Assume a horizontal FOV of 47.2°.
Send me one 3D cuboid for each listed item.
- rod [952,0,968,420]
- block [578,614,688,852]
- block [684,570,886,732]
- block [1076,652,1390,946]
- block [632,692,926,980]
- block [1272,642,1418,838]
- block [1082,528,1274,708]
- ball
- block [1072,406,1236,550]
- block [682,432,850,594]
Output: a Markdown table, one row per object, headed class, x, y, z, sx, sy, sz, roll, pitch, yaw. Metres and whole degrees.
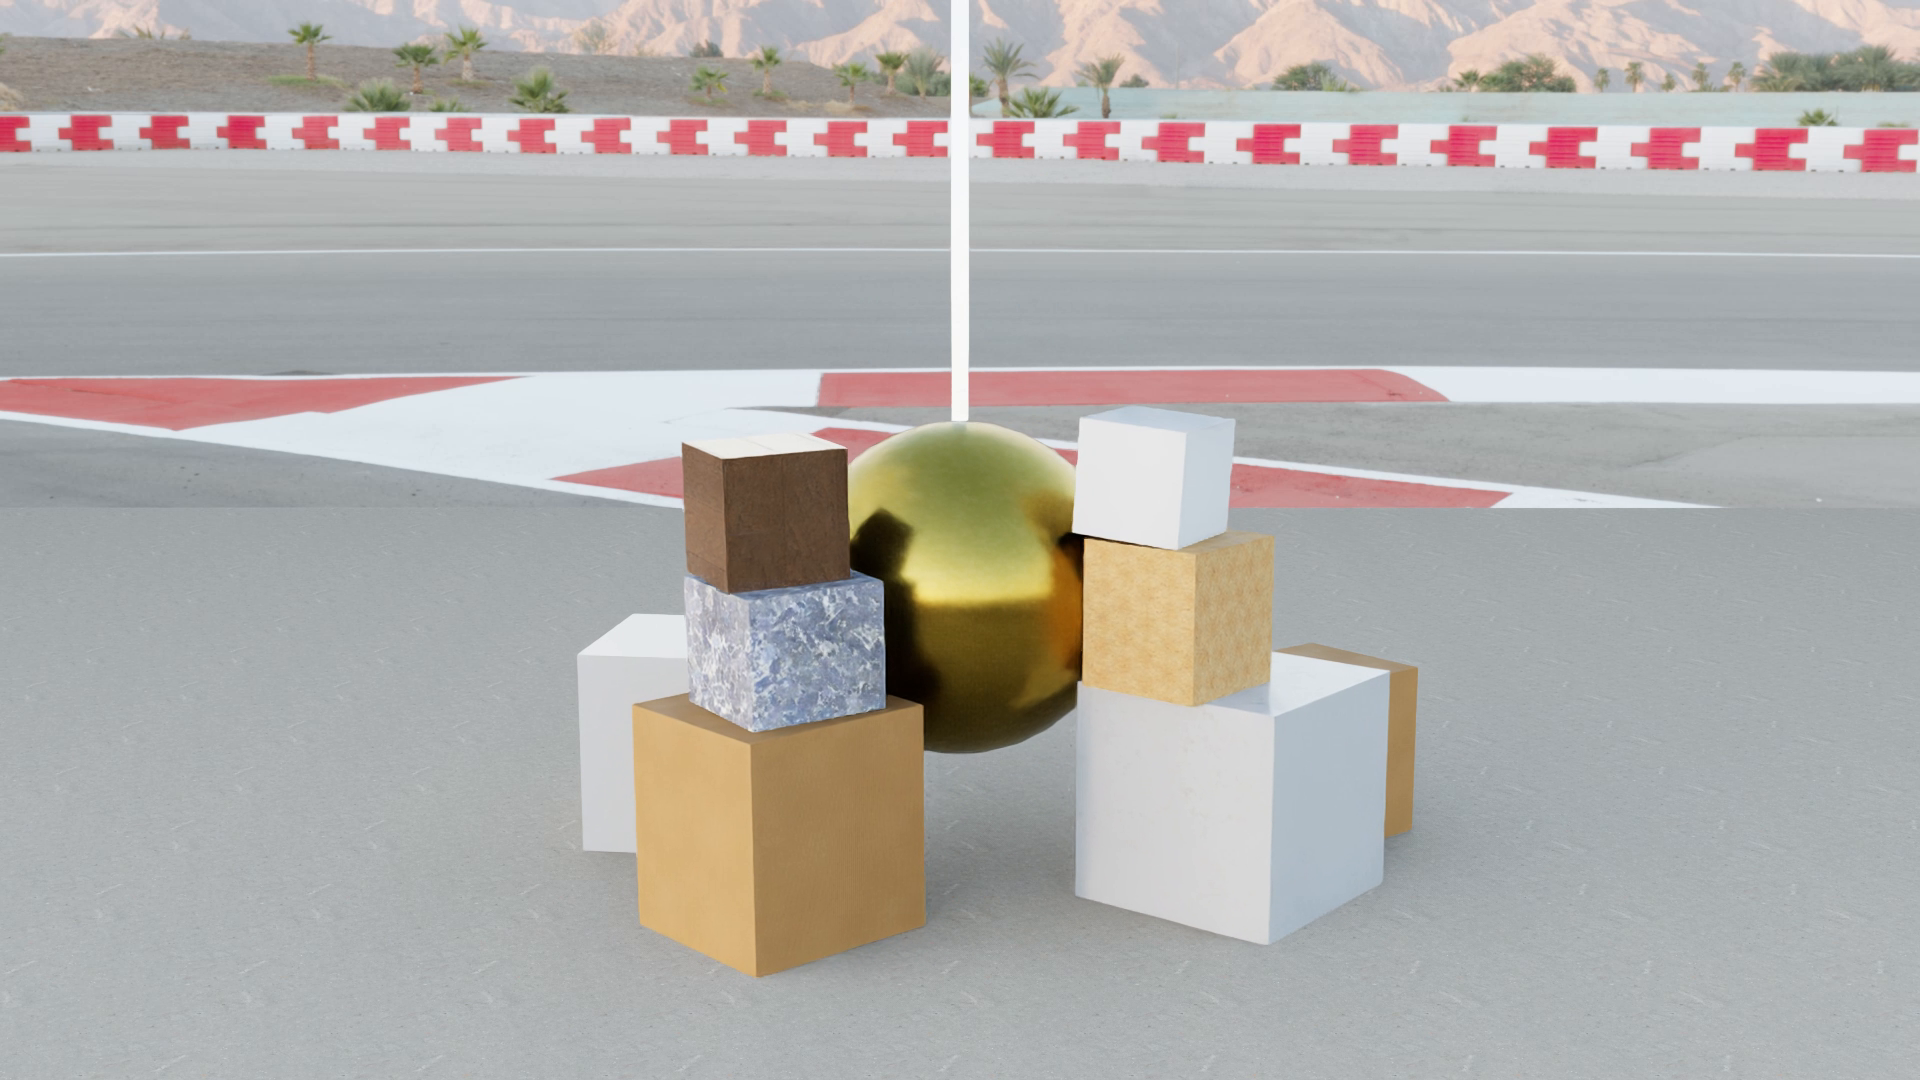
| class | x | y | z | sx | sy | sz | roll | pitch | yaw |
| --- | --- | --- | --- | --- | --- | --- | --- | --- | --- |
| rod | 0.000 | -3.164 | 10.324 | 0.080 | 5.200 | 0.080 | 0 | 4 | 0 |
| block | -1.381 | 0.986 | 11.332 | 0.884 | 1.005 | 0.960 | 1 | 10 | 8 |
| block | -0.770 | 0.448 | 9.678 | 0.657 | 0.574 | 0.615 | -8 | 14 | -32 |
| block | 1.282 | 1.146 | 10.342 | 1.048 | 1.045 | 1.060 | 8 | 13 | 38 |
| block | -0.808 | 1.236 | 9.860 | 0.947 | 1.031 | 0.887 | -10 | 14 | -41 |
| block | 1.840 | 1.059 | 11.331 | 0.683 | 0.861 | 0.719 | -8 | 13 | -38 |
| block | 0.997 | 0.322 | 10.045 | 0.611 | 0.683 | 0.626 | 9 | 14 | 40 |
| ball | 0.000 | 0.227 | 10.573 | 1.600 | 1.600 | 1.600 | 0 | 10 | 0 |
| block | 0.879 | -0.291 | 9.950 | 0.520 | 0.524 | 0.536 | 10 | 14 | 29 |
| block | -0.851 | -0.129 | 9.621 | 0.564 | 0.582 | 0.536 | -6 | 13 | -25 |
